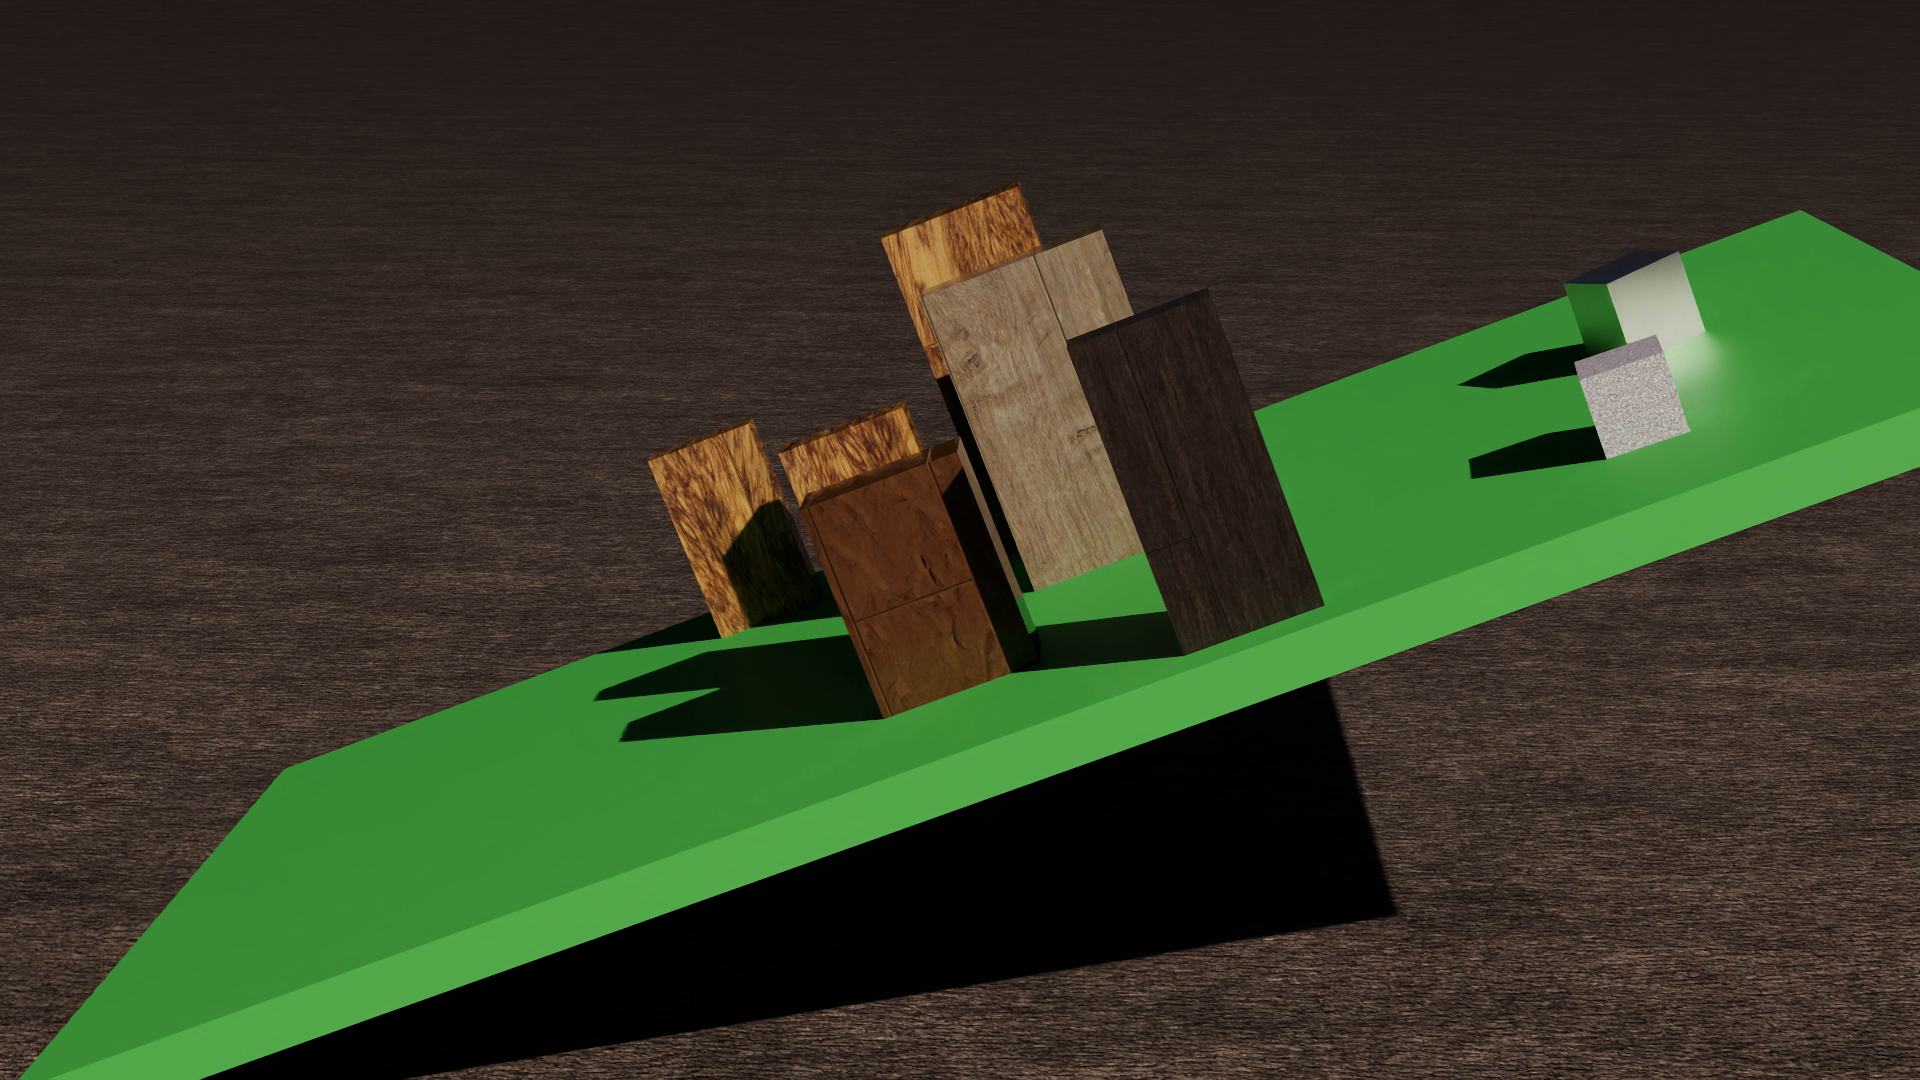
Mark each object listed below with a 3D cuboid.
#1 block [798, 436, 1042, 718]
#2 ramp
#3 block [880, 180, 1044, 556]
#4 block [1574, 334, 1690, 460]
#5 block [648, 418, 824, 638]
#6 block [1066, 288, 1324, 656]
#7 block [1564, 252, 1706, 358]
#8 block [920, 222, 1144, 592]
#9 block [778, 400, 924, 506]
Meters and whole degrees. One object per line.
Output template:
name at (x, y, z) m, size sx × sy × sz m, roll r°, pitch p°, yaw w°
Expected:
block at (-0.074, 0.074, 5.746) m, size 0.326 × 0.446 × 0.148 m, roll -20°, pitch 12°, yaw 7°
ramp at (0.120, 0.175, 6.293) m, size 4.000 × 0.100 × 2.000 m, roll -20°, pitch 12°, yaw 7°
block at (0.119, -0.387, 6.663) m, size 0.327 × 0.775 × 0.124 m, roll -20°, pitch 12°, yaw 7°
block at (1.278, -0.273, 5.597) m, size 0.162 × 0.162 × 0.162 m, roll -19°, pitch 12°, yaw 13°
block at (-0.530, -0.028, 6.986) m, size 0.255 × 0.459 × 0.084 m, roll -20°, pitch 12°, yaw 7°
block at (0.428, -0.122, 5.331) m, size 0.271 × 0.607 × 0.090 m, roll -20°, pitch 12°, yaw 7°
block at (1.436, -0.496, 6.268) m, size 0.182 × 0.182 × 0.182 m, roll -25°, pitch 12°, yaw -14°
block at (0.229, -0.280, 6.235) m, size 0.405 × 0.673 × 0.119 m, roll -20°, pitch 12°, yaw 7°
block at (-0.154, -0.007, 6.123) m, size 0.274 × 0.498 × 0.087 m, roll -20°, pitch 12°, yaw 7°
